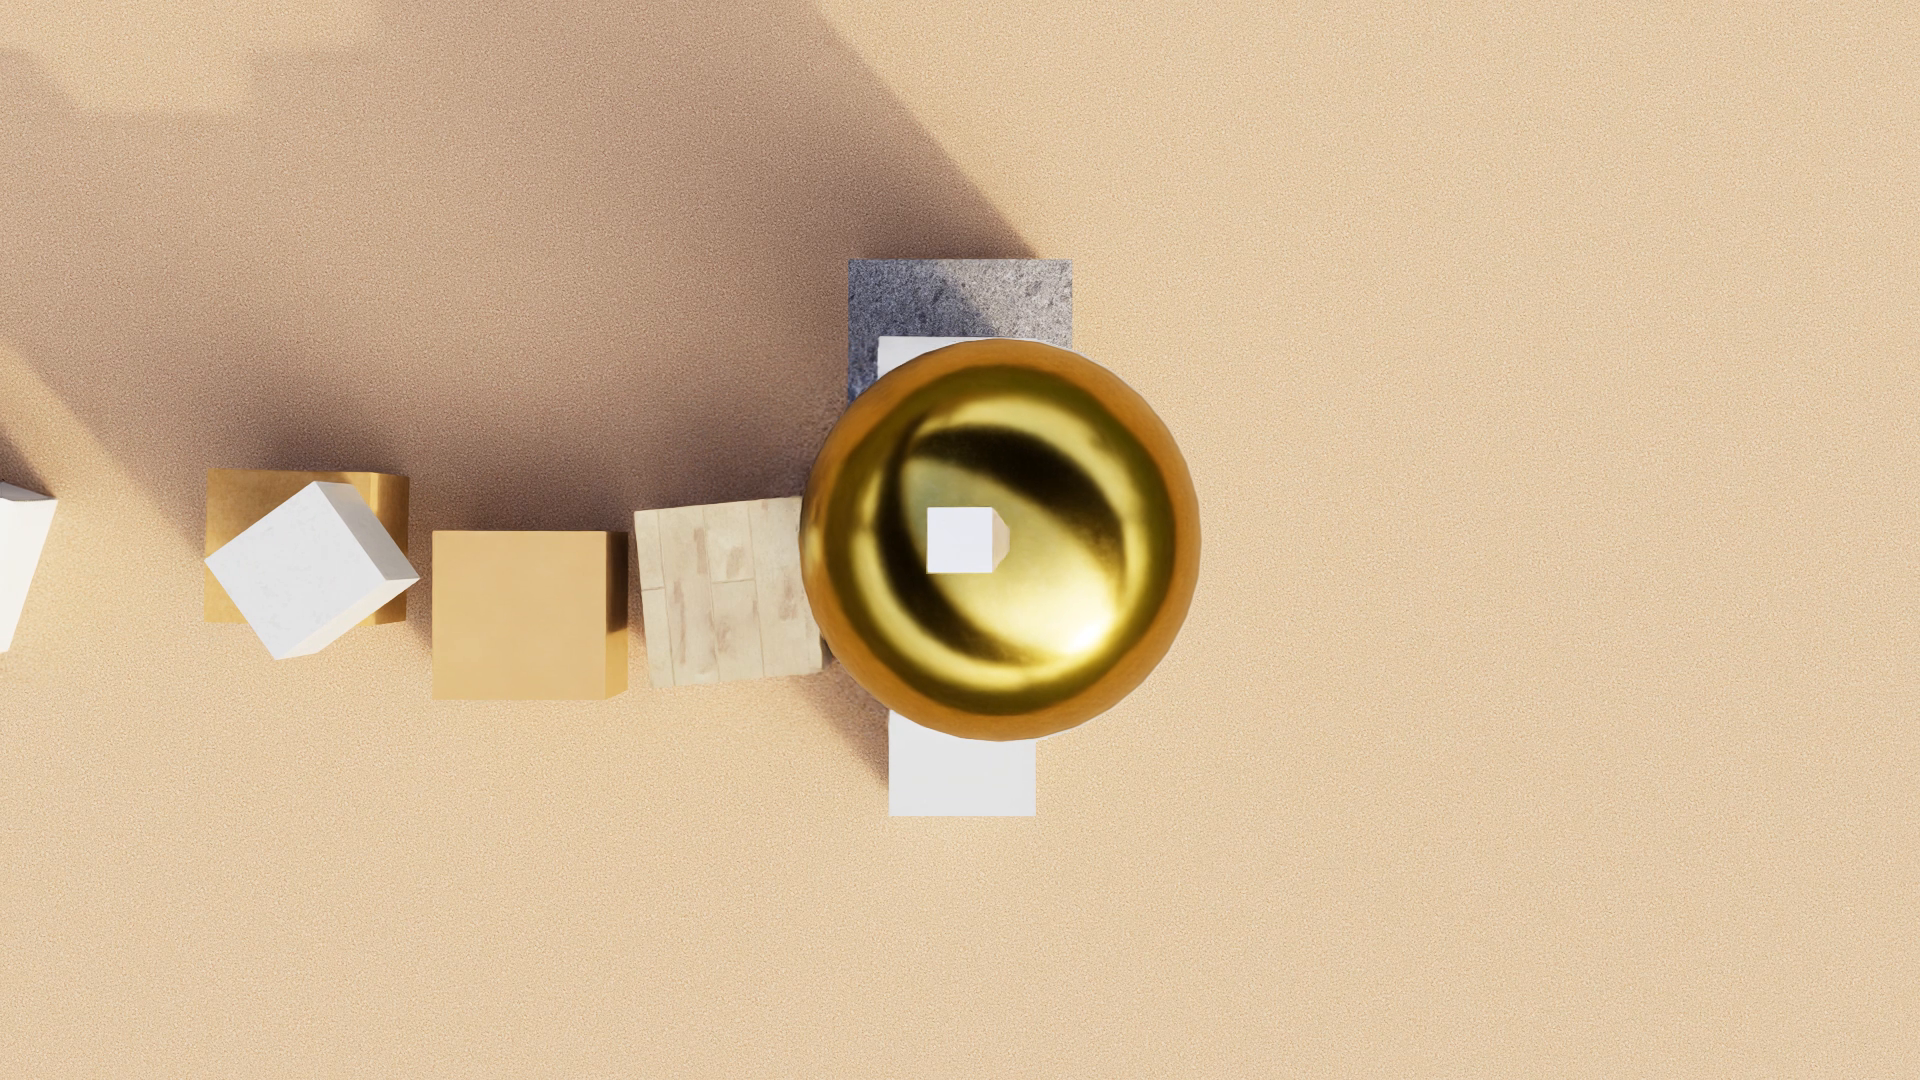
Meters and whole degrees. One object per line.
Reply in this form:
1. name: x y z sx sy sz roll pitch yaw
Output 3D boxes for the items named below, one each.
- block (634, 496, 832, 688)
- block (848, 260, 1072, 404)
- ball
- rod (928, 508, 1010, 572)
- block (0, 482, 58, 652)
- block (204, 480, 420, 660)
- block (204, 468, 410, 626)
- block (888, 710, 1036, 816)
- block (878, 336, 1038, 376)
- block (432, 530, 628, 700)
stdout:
1. block: -1.273 0.285 12.546 0.951 0.907 0.976 -5 90 0
2. block: 0.002 -0.926 12.453 1.214 1.094 1.189 0 90 0
3. ball: 0.157 0.000 8.698 1.600 1.600 1.600 0 90 0
4. rod: 0.068 0.000 5.299 0.080 5.200 0.080 0 90 2
5. block: -5.859 0.082 12.561 0.890 0.790 0.941 19 90 -6
6. block: -3.453 0.159 11.785 0.707 0.735 0.639 -36 90 0
7. block: -3.717 0.041 12.576 0.906 0.848 0.852 1 90 0
8. block: 0.012 1.143 12.558 0.807 0.884 0.756 0 90 0
9. block: -0.015 -0.537 10.698 0.747 0.666 0.817 1 88 0
10. block: -2.441 0.417 12.586 0.958 0.828 0.934 0 90 0
